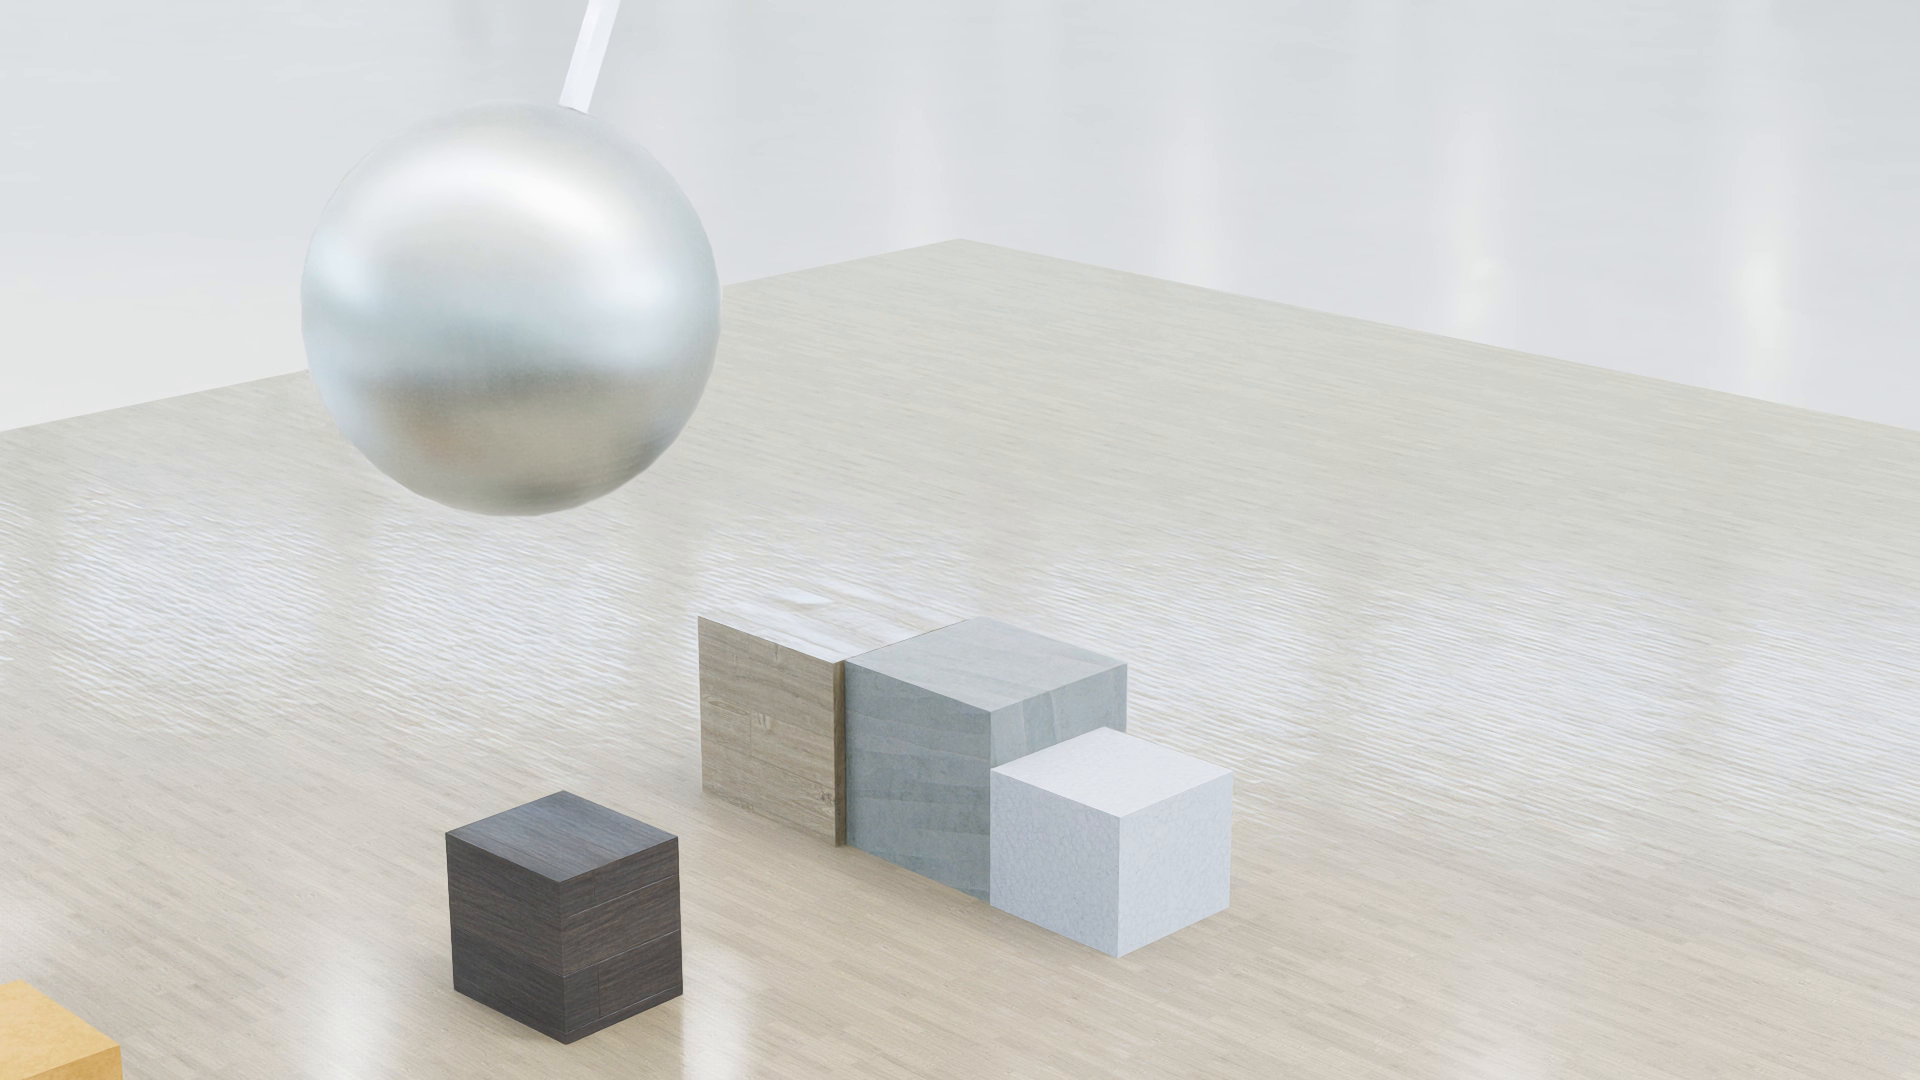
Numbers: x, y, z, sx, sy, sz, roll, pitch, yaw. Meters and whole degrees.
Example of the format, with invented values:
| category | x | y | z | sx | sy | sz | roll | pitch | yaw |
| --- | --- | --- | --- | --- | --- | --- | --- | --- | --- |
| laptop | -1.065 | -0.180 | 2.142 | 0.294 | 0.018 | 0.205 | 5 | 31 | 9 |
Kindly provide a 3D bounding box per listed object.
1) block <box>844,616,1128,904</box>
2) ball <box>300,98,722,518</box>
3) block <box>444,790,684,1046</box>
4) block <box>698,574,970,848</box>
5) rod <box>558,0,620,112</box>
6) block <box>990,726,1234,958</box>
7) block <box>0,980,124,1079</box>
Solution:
| category | x | y | z | sx | sy | sz | roll | pitch | yaw |
| --- | --- | --- | --- | --- | --- | --- | --- | --- | --- |
| block | 0.119 | 0.998 | 13.638 | 0.898 | 0.919 | 0.946 | -17 | 24 | -42 |
| ball | -1.718 | -0.888 | 11.262 | 1.600 | 1.600 | 1.600 | 0 | 17 | 0 |
| block | -1.644 | 1.556 | 12.199 | 0.735 | 0.716 | 0.631 | 16 | 23 | 41 |
| block | -0.608 | 0.807 | 14.244 | 0.896 | 0.918 | 0.962 | -17 | 24 | -42 |
| rod | -0.744 | -4.145 | 11.259 | 0.080 | 5.200 | 0.080 | 17 | 0 | 42 |
| block | 0.669 | 1.327 | 13.031 | 0.744 | 0.654 | 0.770 | -17 | 24 | -42 |
| block | -3.463 | 2.098 | 10.547 | 0.630 | 0.673 | 0.737 | -16 | 24 | -42 |
